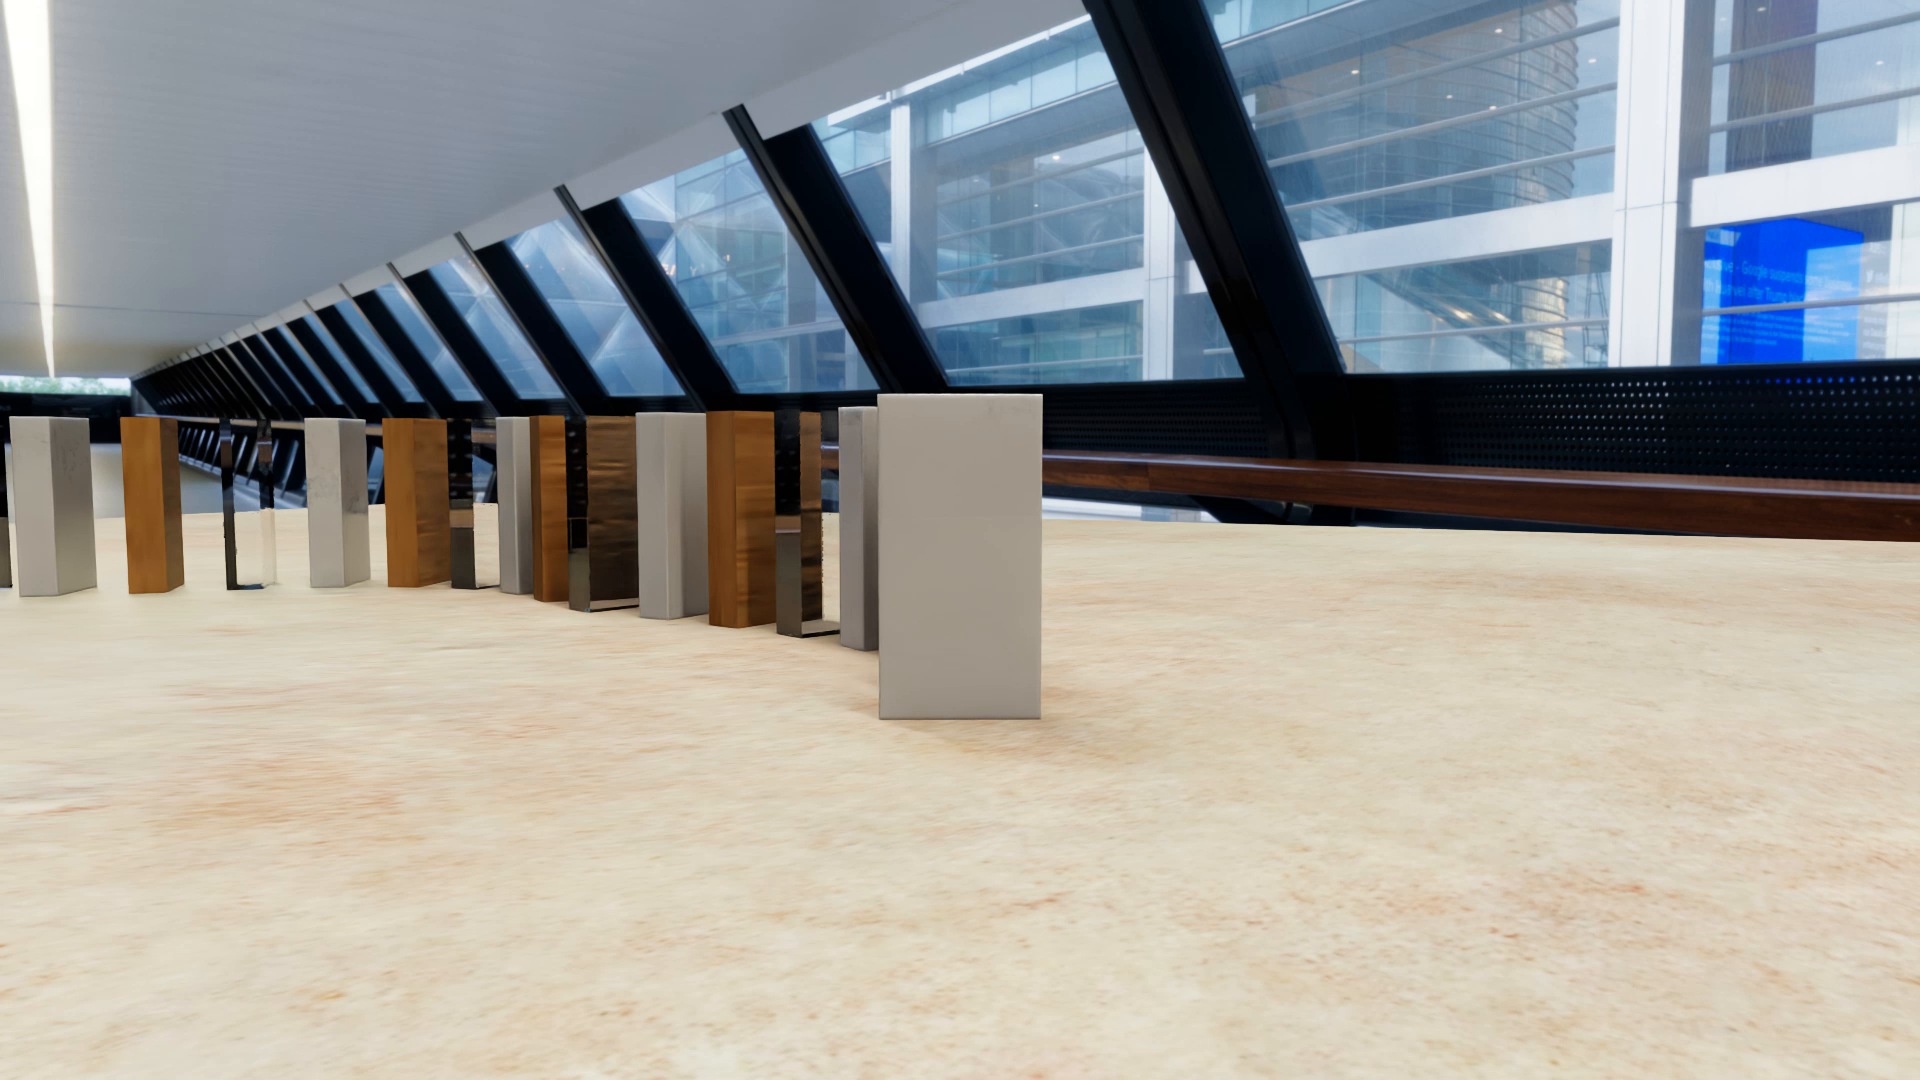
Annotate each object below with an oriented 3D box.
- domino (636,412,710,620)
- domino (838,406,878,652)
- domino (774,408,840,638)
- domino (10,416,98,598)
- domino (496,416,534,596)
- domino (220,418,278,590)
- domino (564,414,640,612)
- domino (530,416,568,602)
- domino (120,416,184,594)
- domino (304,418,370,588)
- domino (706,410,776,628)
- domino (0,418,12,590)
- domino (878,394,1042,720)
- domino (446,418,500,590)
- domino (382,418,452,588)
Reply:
[{"bbox_3d":[-0.068,-0.006,0.320,0.010,0.050,0.025,3,5,31],"label":"domino"},{"bbox_3d":[-0.012,-0.003,0.272,0.025,0.050,0.010,-3,5,-36],"label":"domino"},{"bbox_3d":[-0.029,-0.004,0.291,0.025,0.050,0.010,-4,6,-44],"label":"domino"},{"bbox_3d":[-0.259,-0.010,0.368,0.009,0.050,0.025,-1,4,-12],"label":"domino"},{"bbox_3d":[-0.120,-0.010,0.372,0.009,0.050,0.025,4,6,41],"label":"domino"},{"bbox_3d":[-0.213,-0.011,0.384,0.009,0.050,0.025,-2,5,-20],"label":"domino"},{"bbox_3d":[-0.089,-0.007,0.334,0.010,0.050,0.025,4,6,40],"label":"domino"},{"bbox_3d":[-0.104,-0.009,0.353,0.025,0.050,0.009,-3,5,-33],"label":"domino"},{"bbox_3d":[-0.236,-0.011,0.375,0.009,0.050,0.025,-2,5,-21],"label":"domino"},{"bbox_3d":[-0.189,-0.012,0.390,0.009,0.050,0.025,-1,4,-8],"label":"domino"},{"bbox_3d":[-0.048,-0.005,0.306,0.009,0.050,0.025,3,5,36],"label":"domino"},{"bbox_3d":[-0.284,-0.010,0.364,0.009,0.050,0.025,0,4,-4],"label":"domino"},{"bbox_3d":[0.000,0.002,0.201,0.025,0.050,0.010,0,4,0],"label":"domino"},{"bbox_3d":[-0.140,-0.011,0.385,0.009,0.050,0.025,2,5,24],"label":"domino"},{"bbox_3d":[-0.164,-0.012,0.391,0.009,0.050,0.025,0,4,4],"label":"domino"}]
